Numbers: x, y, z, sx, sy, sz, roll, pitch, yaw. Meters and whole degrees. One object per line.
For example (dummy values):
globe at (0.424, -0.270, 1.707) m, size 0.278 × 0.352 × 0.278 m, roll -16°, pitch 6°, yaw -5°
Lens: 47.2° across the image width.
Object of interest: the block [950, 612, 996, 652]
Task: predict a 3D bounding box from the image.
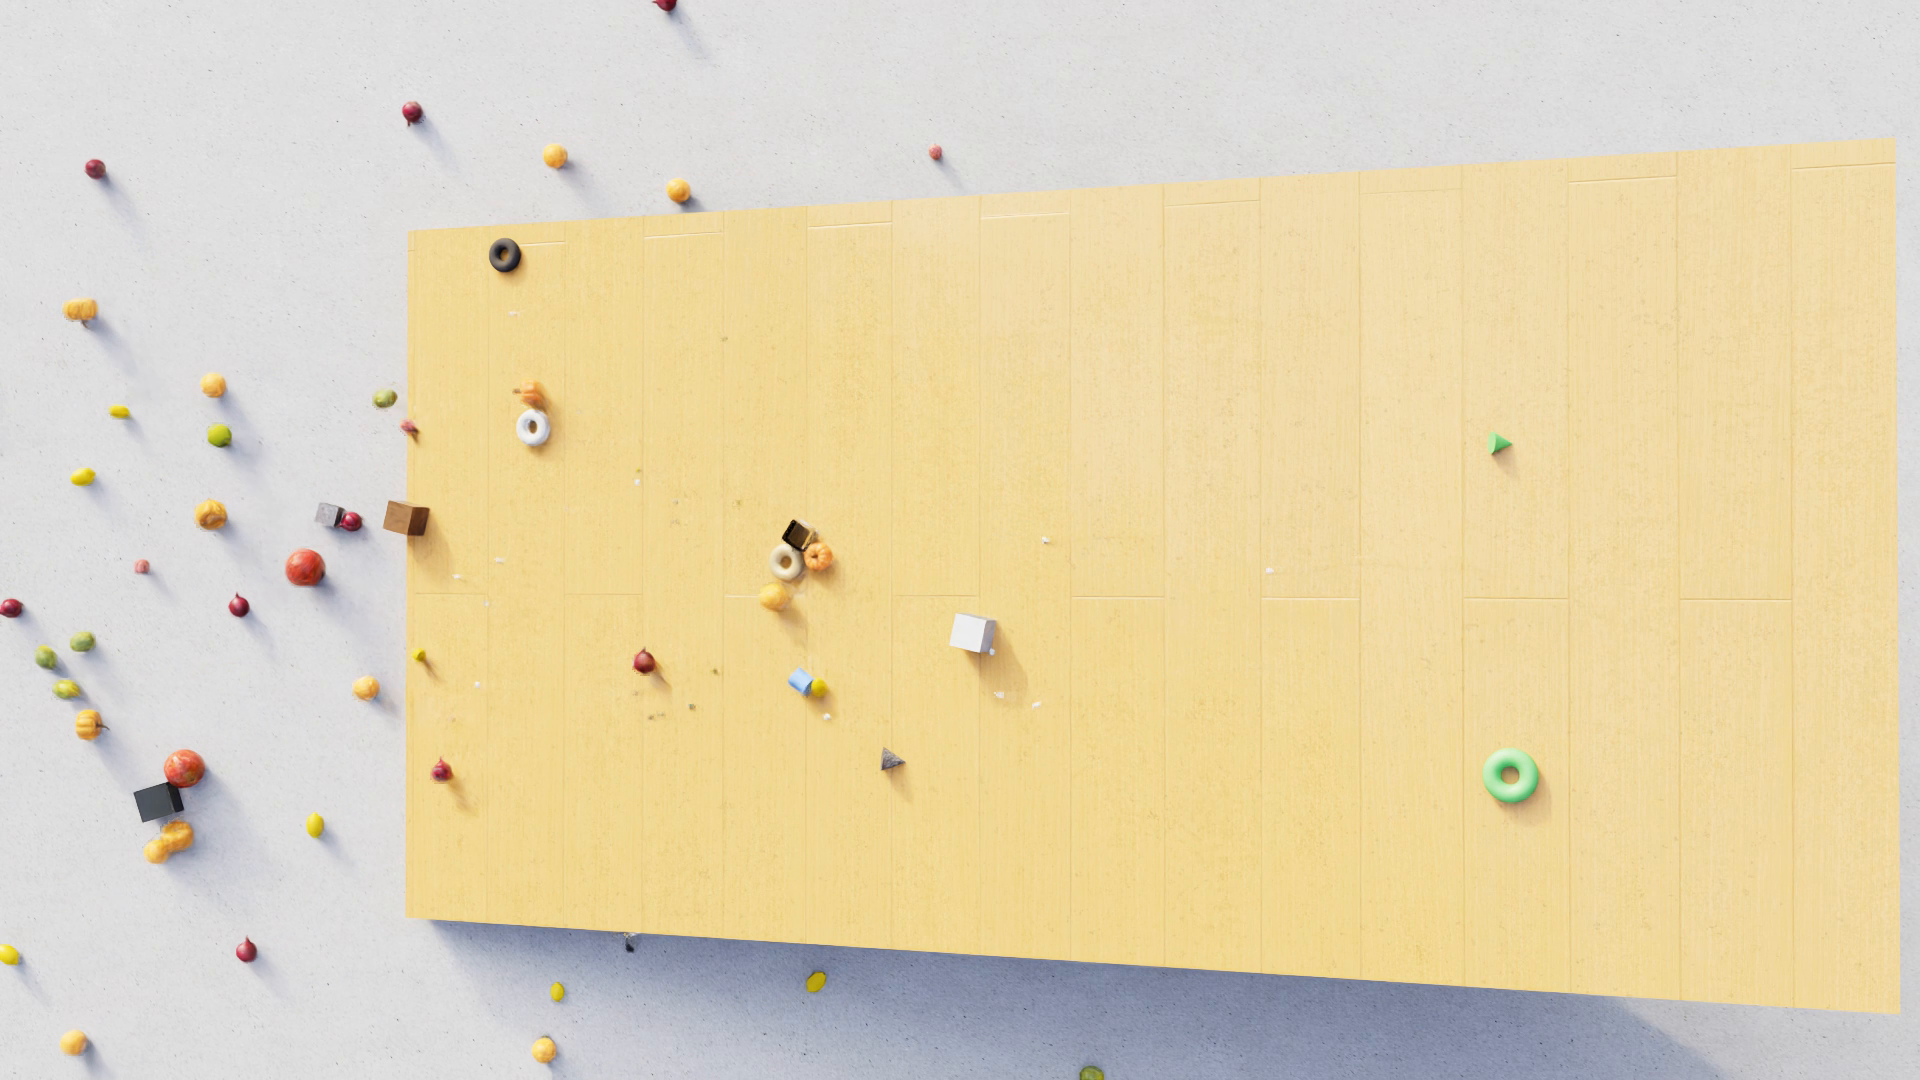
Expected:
block at (0.034, 0.242, 5.748) m, size 0.085 × 0.085 × 0.085 m, roll 13°, pitch 94°, yaw 20°

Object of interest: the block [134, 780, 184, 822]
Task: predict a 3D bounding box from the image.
block at (-2.347, 0.766, 6.443) m, size 0.094 × 0.094 × 0.094 m, roll -17°, pitch 89°, yaw 0°

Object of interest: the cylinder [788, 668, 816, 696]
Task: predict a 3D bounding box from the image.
cylinder at (-0.426, 0.382, 5.933) m, size 0.053 × 0.053 × 0.053 m, roll 34°, pitch 89°, yaw 17°

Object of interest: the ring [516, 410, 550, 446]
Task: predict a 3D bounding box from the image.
ring at (-1.212, -0.319, 6.243) m, size 0.106 × 0.035 × 0.106 m, roll 0°, pitch 91°, yaw 21°

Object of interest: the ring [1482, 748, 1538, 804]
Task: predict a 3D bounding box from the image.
ring at (1.324, 0.566, 5.288) m, size 0.133 × 0.044 × 0.133 m, roll 0°, pitch 90°, yaw 20°

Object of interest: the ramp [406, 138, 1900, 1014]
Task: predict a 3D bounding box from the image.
ramp at (0.281, 0.089, 5.757) m, size 4.000 × 0.100 × 2.000 m, roll 0°, pitch 89°, yaw 20°

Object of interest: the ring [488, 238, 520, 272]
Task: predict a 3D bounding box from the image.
ring at (-1.301, -0.814, 6.285) m, size 0.100 × 0.033 × 0.100 m, roll 0°, pitch 90°, yaw 19°

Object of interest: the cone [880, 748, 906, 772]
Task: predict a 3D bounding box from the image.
cone at (-0.175, 0.587, 5.850) m, size 0.067 × 0.067 × 0.067 m, roll 5°, pitch 89°, yaw -11°

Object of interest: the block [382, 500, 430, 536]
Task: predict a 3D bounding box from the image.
block at (-1.601, -0.063, 6.358) m, size 0.085 × 0.085 × 0.085 m, roll 14°, pitch 94°, yaw 20°

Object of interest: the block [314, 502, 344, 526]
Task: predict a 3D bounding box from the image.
block at (-1.856, -0.075, 6.472) m, size 0.059 × 0.059 × 0.059 m, roll 15°, pitch 89°, yaw 0°

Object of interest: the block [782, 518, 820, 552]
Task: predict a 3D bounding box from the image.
block at (-0.430, -0.013, 5.934) m, size 0.064 × 0.064 × 0.064 m, roll 34°, pitch 101°, yaw 17°

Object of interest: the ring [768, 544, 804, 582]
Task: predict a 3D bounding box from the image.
ring at (-0.471, 0.061, 5.964) m, size 0.104 × 0.035 × 0.104 m, roll 0°, pitch 90°, yaw 19°

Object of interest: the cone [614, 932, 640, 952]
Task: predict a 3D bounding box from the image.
cone at (-0.992, 1.168, 6.468) m, size 0.072 × 0.072 × 0.072 m, roll 11°, pitch 89°, yaw 27°
